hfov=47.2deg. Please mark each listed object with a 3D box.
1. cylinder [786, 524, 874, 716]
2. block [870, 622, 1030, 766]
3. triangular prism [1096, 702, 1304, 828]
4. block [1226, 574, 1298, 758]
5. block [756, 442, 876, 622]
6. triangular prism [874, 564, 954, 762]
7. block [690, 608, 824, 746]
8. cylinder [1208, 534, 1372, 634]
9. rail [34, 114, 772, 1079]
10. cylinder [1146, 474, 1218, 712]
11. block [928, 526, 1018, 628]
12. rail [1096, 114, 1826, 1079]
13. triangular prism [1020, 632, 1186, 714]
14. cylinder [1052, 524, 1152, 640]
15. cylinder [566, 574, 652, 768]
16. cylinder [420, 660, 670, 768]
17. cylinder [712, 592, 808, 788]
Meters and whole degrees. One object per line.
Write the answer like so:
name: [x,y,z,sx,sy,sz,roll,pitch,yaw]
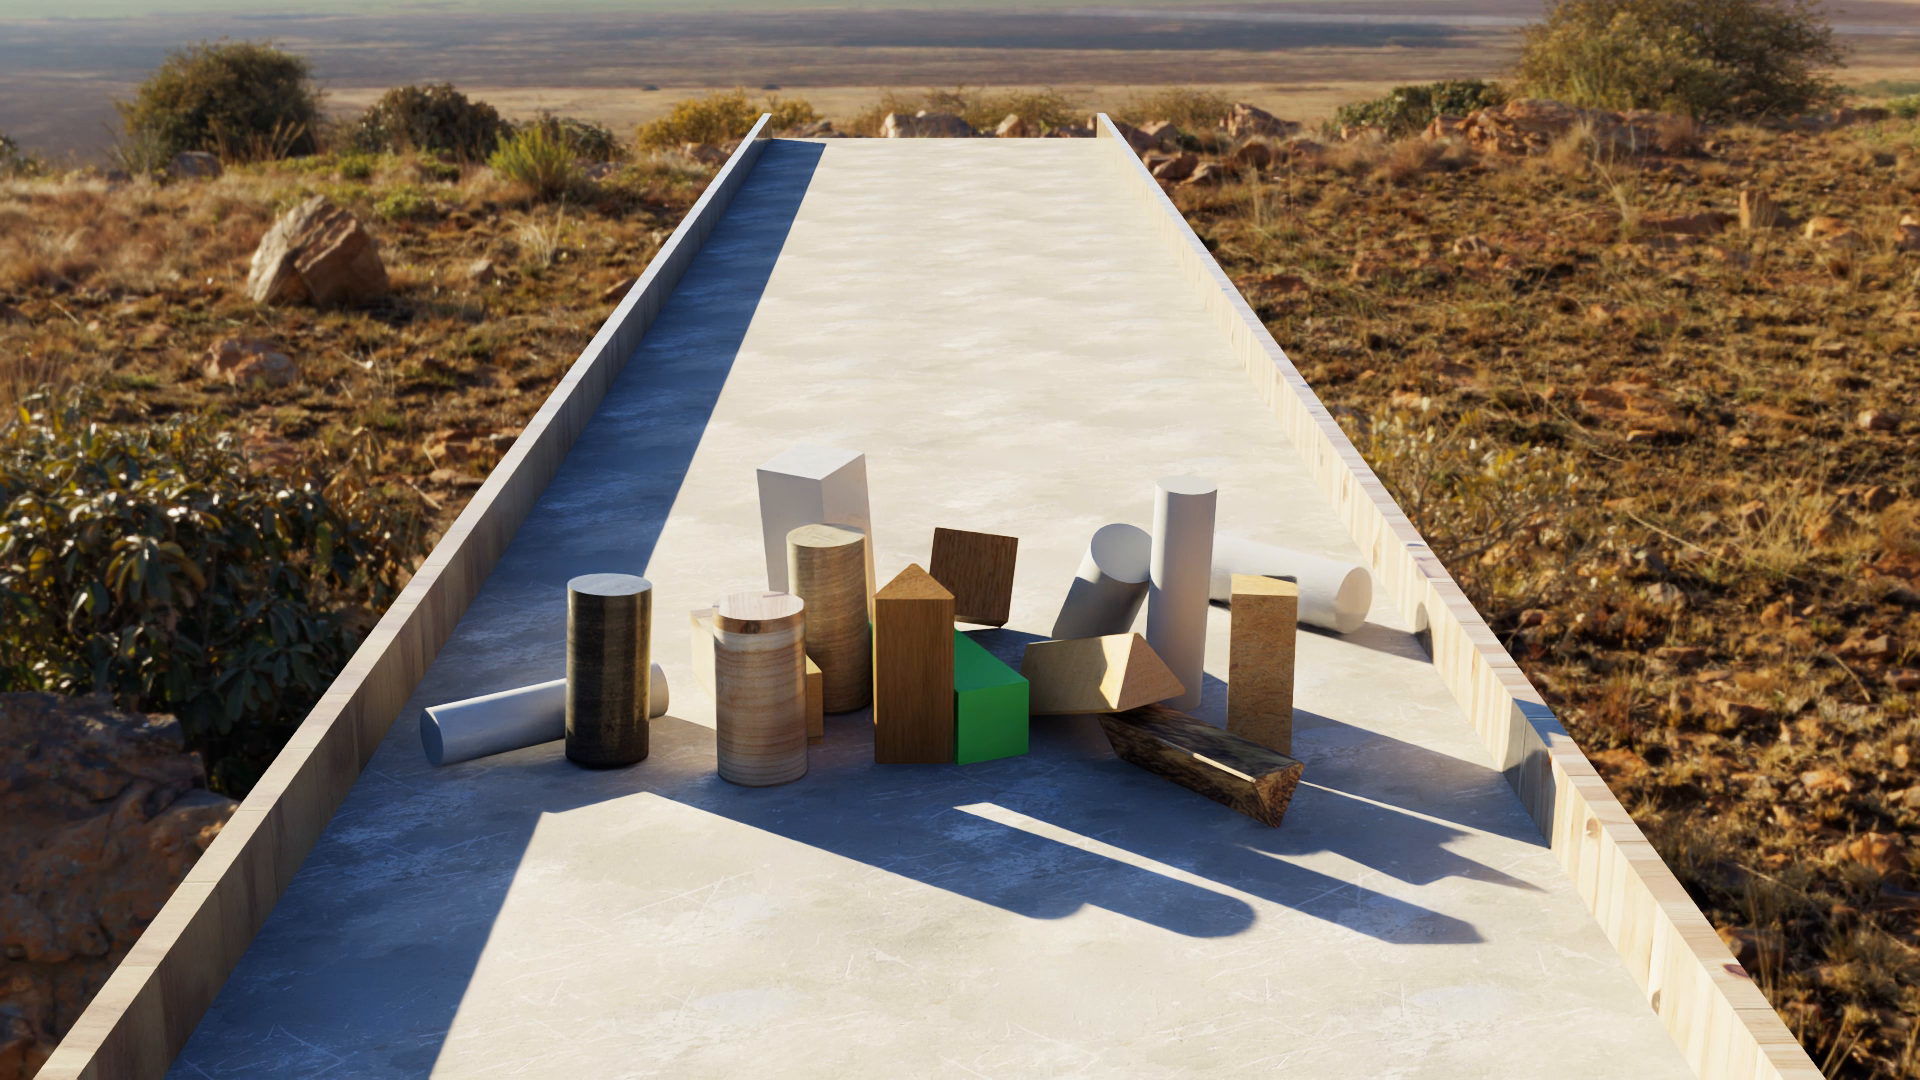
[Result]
cylinder: [-0.244,0.148,4.139,0.148,0.331,0.148,-2,18,0]
block: [-0.026,0.270,4.076,0.138,0.138,0.418,-7,18,-23]
triangular prism: [0.415,0.358,3.763,0.100,0.116,0.391,-43,36,-21]
block: [0.536,0.228,3.913,0.114,0.312,0.114,2,17,7]
block: [-0.275,0.039,4.322,0.151,0.422,0.151,11,28,30]
triangular prism: [-0.081,0.217,3.864,0.136,0.341,0.118,0,30,-1]
block: [-0.387,0.253,4.132,0.138,0.138,0.424,-6,18,-20]
cylinder: [0.663,0.086,4.687,0.413,0.142,0.142,15,22,40]
rail: [-1.118,-0.838,7.780,0.050,0.150,12.000,0,17,-1]
cylinder: [0.409,0.102,4.113,0.113,0.433,0.113,2,20,-1]
block: [0.018,0.079,4.424,0.163,0.163,0.381,7,-4,-1]
rail: [0.932,-0.844,7.801,0.050,0.150,12.000,0,17,-1]
triangular prism: [0.230,0.236,3.963,0.140,0.121,0.407,-13,1,-26]
cylinder: [0.282,0.113,4.275,0.140,0.304,0.140,7,53,-10]
cylinder: [-0.622,0.229,3.890,0.148,0.312,0.148,3,14,-1]
cylinder: [-0.749,0.313,3.988,0.440,0.107,0.107,-11,20,-33]
cylinder: [-0.346,0.258,3.822,0.159,0.306,0.159,0,17,0]
